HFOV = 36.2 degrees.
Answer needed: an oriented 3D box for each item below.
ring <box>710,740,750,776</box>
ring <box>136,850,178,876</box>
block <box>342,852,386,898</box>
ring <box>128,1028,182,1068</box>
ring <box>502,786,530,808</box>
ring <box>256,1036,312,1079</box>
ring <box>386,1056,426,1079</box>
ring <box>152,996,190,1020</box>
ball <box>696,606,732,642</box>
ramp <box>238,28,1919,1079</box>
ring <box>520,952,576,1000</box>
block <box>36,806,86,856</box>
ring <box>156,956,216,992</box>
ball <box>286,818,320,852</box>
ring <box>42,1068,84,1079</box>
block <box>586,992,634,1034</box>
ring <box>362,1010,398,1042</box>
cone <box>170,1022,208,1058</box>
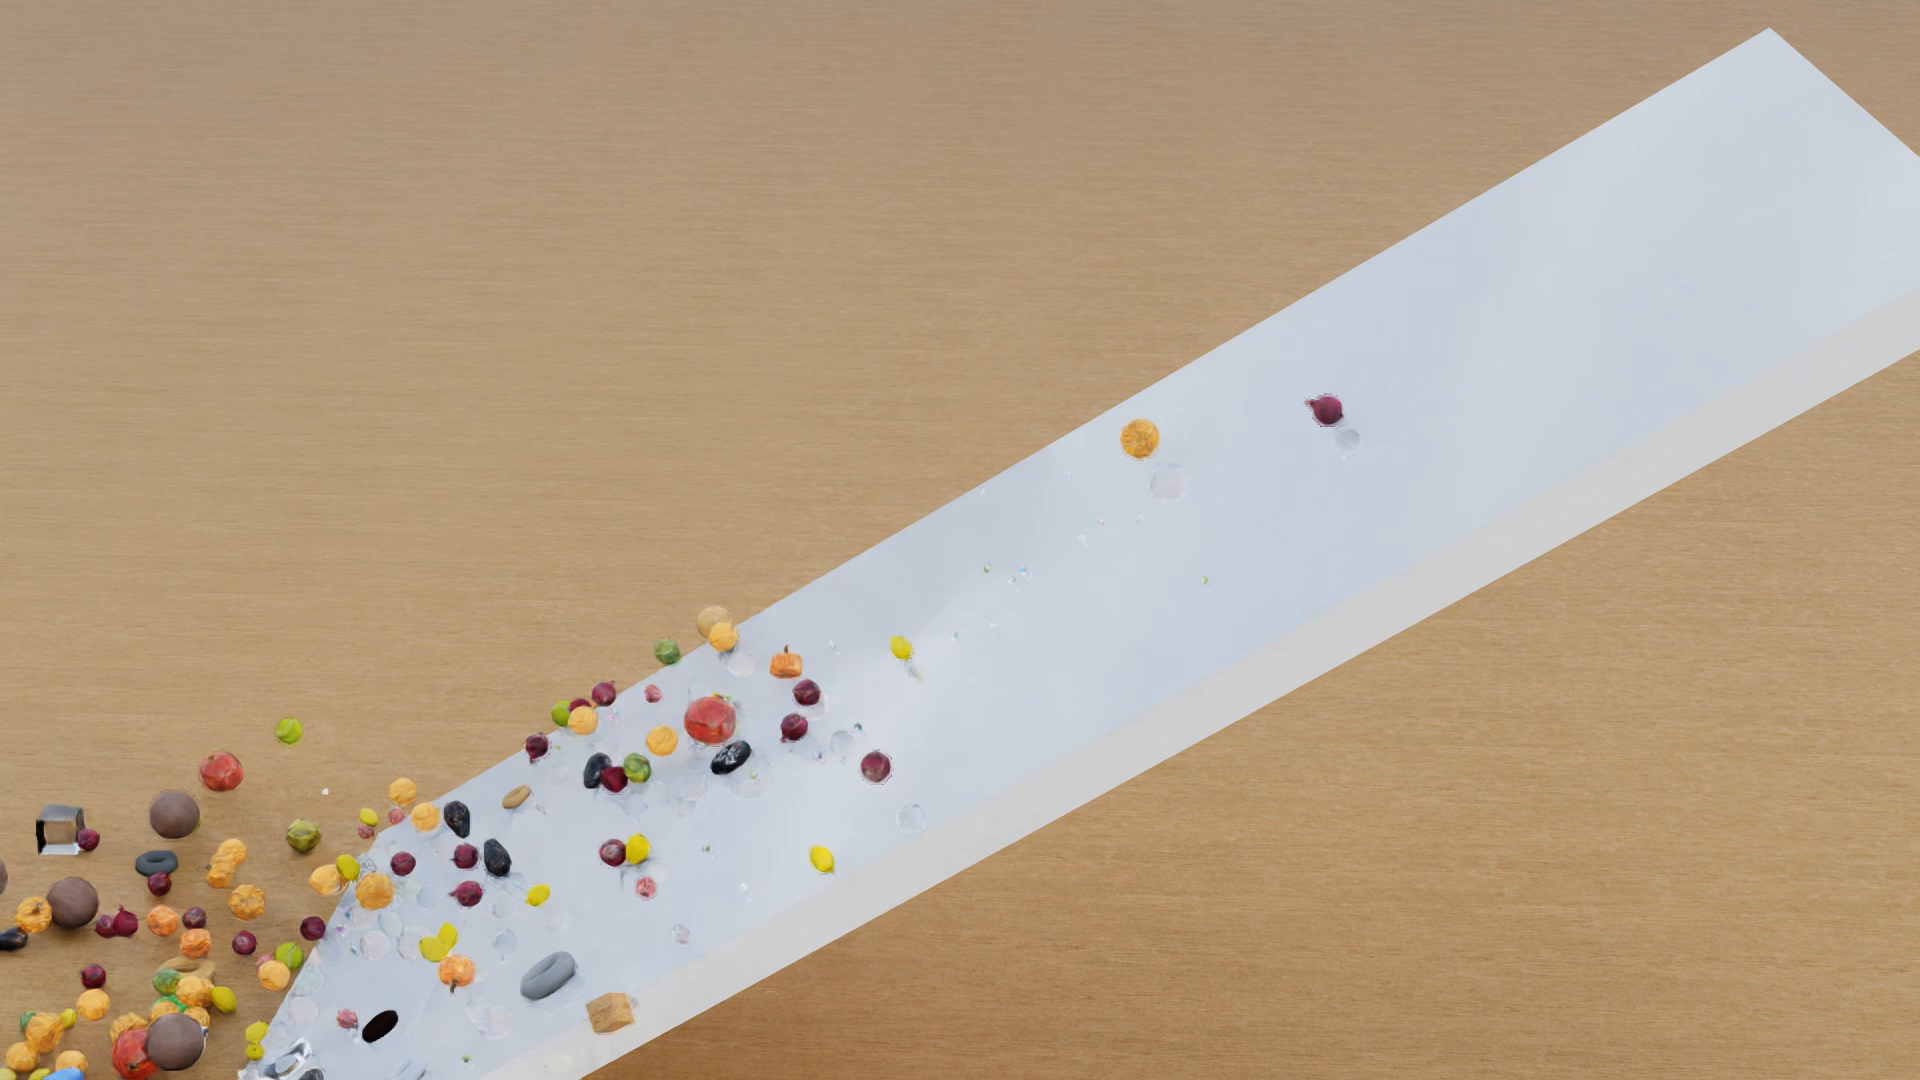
[{"bbox_3d":[-0.499,0.474,6.401,0.100,0.033,0.100,-30,17,10],"label":"ring"},{"bbox_3d":[-2.089,0.841,7.653,0.110,0.037,0.110,1,21,0],"label":"ring"},{"bbox_3d":[-1.469,0.824,7.241,0.072,0.072,0.072,-36,16,-11],"label":"block"},{"bbox_3d":[-1.839,1.163,6.742,0.135,0.045,0.135,0,21,0],"label":"ring"},{"bbox_3d":[-1.078,0.625,7.149,0.078,0.026,0.078,-30,16,9],"label":"ring"},{"bbox_3d":[-1.456,1.122,6.332,0.134,0.045,0.134,-31,16,10],"label":"ring"},{"bbox_3d":[-1.096,1.057,5.811,0.093,0.031,0.093,-34,17,12],"label":"ring"},{"bbox_3d":[-1.859,1.102,6.934,0.087,0.029,0.087,1,20,0],"label":"ring"},{"bbox_3d":[-0.615,0.209,7.373,0.089,0.089,0.089,0,20,0],"label":"ball"},{"bbox_3d":[0.141,0.169,6.291,4.000,0.100,2.000,-30,15,13],"label":"ramp"},{"bbox_3d":[-0.817,0.863,5.822,0.126,0.042,0.126,-32,14,9],"label":"ring"},{"bbox_3d":[-2.375,0.767,7.769,0.098,0.098,0.098,0,20,0],"label":"block"},{"bbox_3d":[-1.861,1.044,7.070,0.142,0.047,0.142,0,18,0],"label":"ring"},{"bbox_3d":[-1.730,0.778,7.751,0.090,0.090,0.090,0,20,0],"label":"ball"},{"bbox_3d":[-2.001,1.213,6.510,0.129,0.129,0.043,-19,68,-42],"label":"ring"},{"bbox_3d":[-0.654,0.883,5.494,0.058,0.058,0.058,-26,-20,17],"label":"block"},{"bbox_3d":[-1.220,1.022,6.185,0.087,0.029,0.087,-32,15,9],"label":"ring"},{"bbox_3d":[-1.738,1.127,6.711,0.090,0.090,0.090,-32,-3,38],"label":"cone"}]
